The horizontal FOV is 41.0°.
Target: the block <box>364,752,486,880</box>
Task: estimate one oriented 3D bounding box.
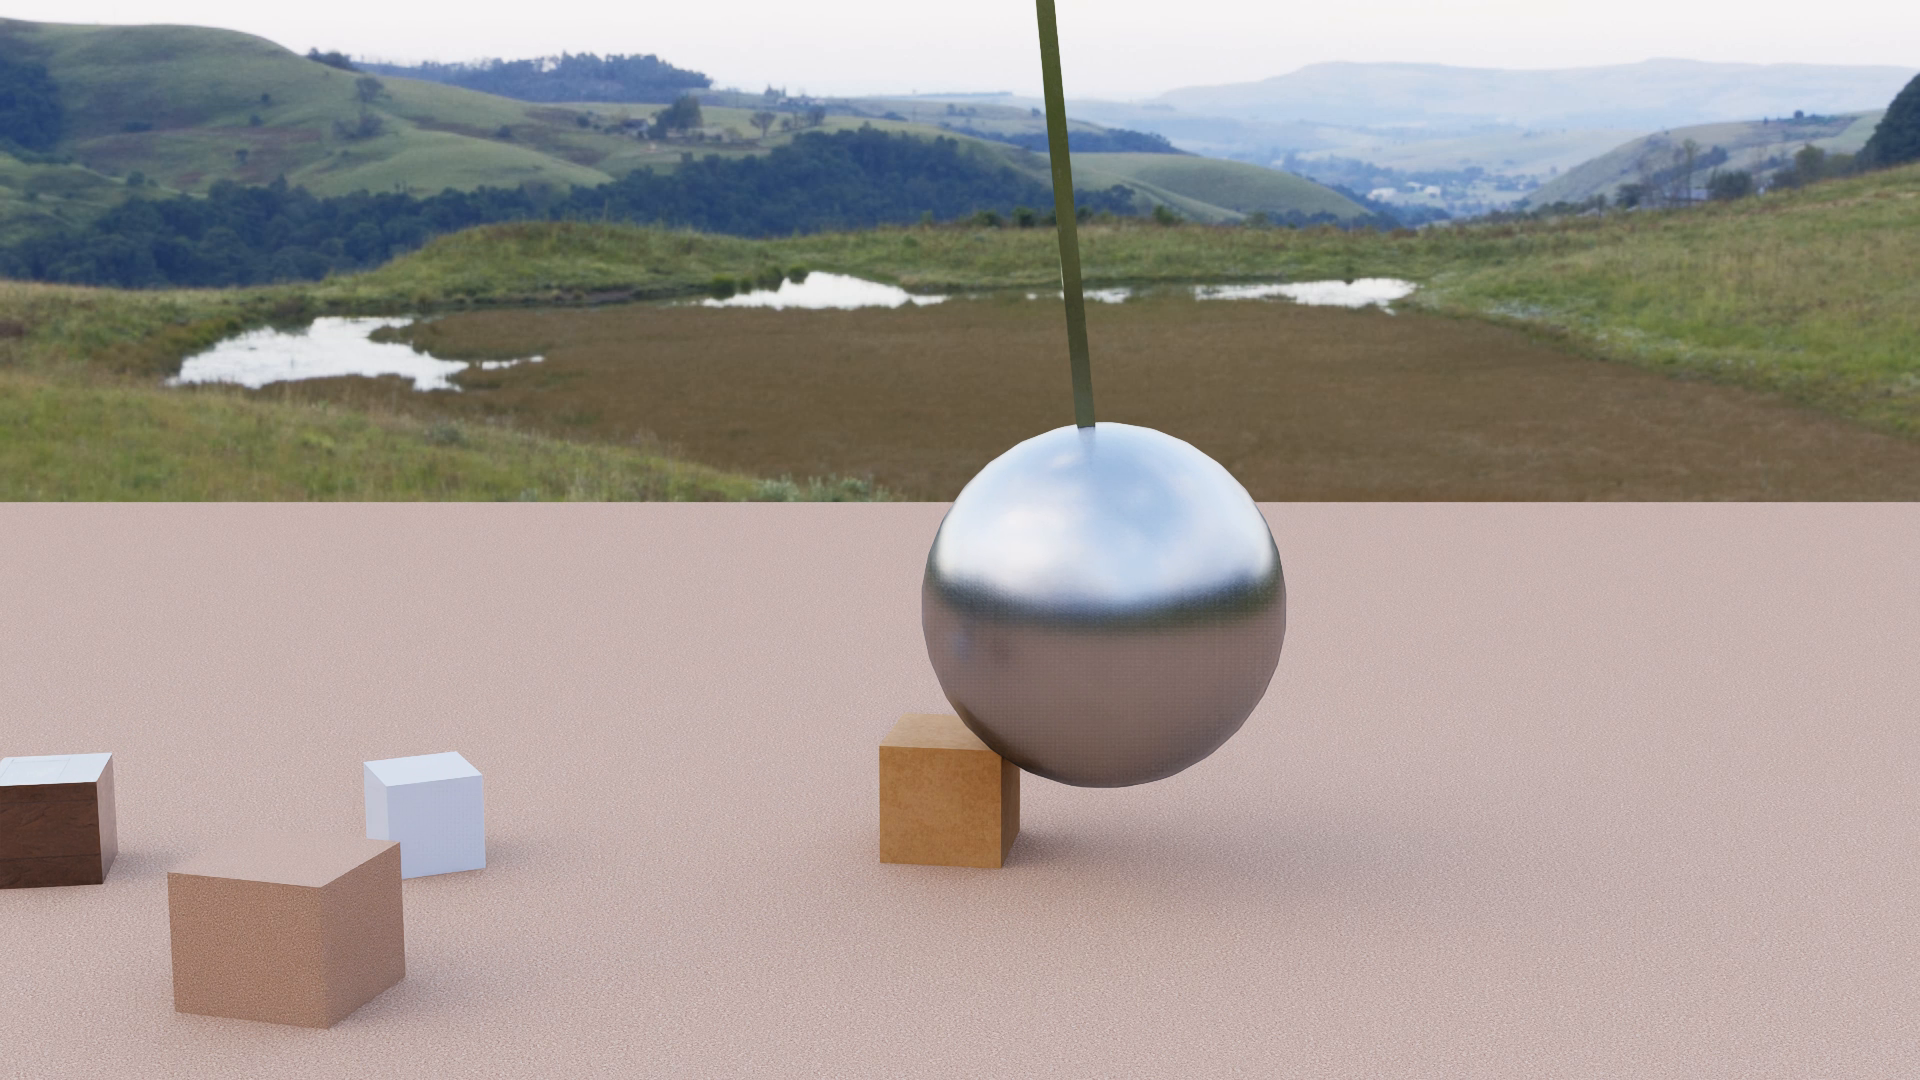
[{"bbox_3d":[-2.414,1.237,11.557,0.428,0.430,0.446,-5,11,-25],"label":"block"}]

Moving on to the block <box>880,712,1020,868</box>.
[{"bbox_3d":[-0.040,1.142,11.767,0.552,0.544,0.607,2,10,9],"label":"block"}]

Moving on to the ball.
[{"bbox_3d":[0.628,0.286,11.232,1.600,1.600,1.600,0,10,0],"label":"ball"}]

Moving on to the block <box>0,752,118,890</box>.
[{"bbox_3d":[-4.035,1.246,11.411,0.467,0.466,0.486,-2,10,-10],"label":"block"}]

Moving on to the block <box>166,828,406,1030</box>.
[{"bbox_3d":[-2.580,1.483,9.868,0.650,0.551,0.597,3,11,16],"label":"block"}]

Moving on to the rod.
[{"bbox_3d":[0.272,-3.041,10.627,0.080,5.200,0.080,-6,10,1],"label":"rod"}]
